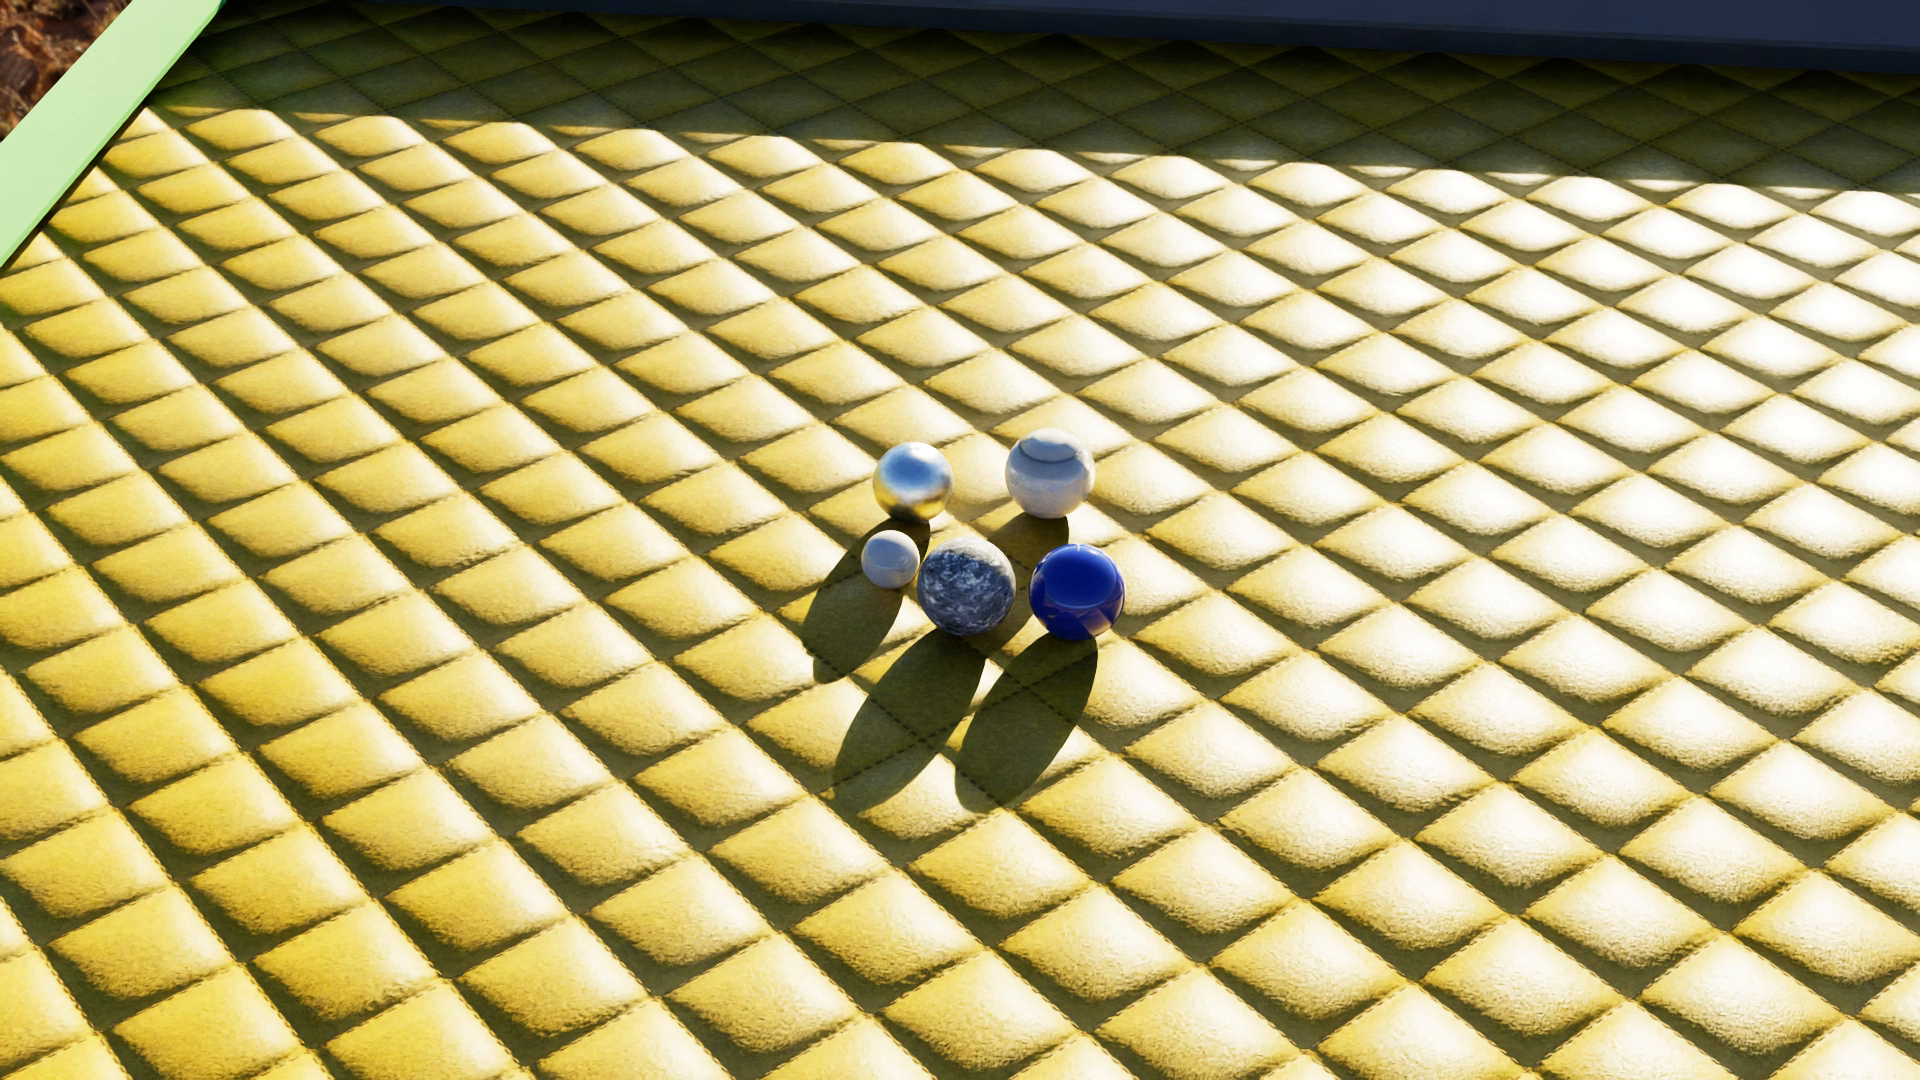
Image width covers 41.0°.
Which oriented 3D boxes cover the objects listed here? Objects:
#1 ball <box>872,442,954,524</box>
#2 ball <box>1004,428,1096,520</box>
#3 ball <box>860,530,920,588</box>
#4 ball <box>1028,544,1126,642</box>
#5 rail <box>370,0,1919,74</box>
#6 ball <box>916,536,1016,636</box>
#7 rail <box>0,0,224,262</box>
[{"bbox_3d":[-0.034,-0.042,1.877,0.060,0.060,0.060,0,35,0],"label":"ball"},{"bbox_3d":[0.066,-0.049,1.881,0.067,0.067,0.067,0,35,0],"label":"ball"},{"bbox_3d":[-0.049,0.014,1.815,0.042,0.042,0.042,0,35,0],"label":"ball"},{"bbox_3d":[0.081,0.036,1.761,0.067,0.067,0.067,0,35,0],"label":"ball"},{"bbox_3d":[0.970,-0.479,2.470,3.495,0.089,0.045,4,35,5],"label":"rail"},{"bbox_3d":[0.004,0.032,1.766,0.069,0.069,0.069,0,35,0],"label":"ball"},{"bbox_3d":[-0.845,-0.067,1.886,0.045,0.089,1.873,4,35,5],"label":"rail"}]
